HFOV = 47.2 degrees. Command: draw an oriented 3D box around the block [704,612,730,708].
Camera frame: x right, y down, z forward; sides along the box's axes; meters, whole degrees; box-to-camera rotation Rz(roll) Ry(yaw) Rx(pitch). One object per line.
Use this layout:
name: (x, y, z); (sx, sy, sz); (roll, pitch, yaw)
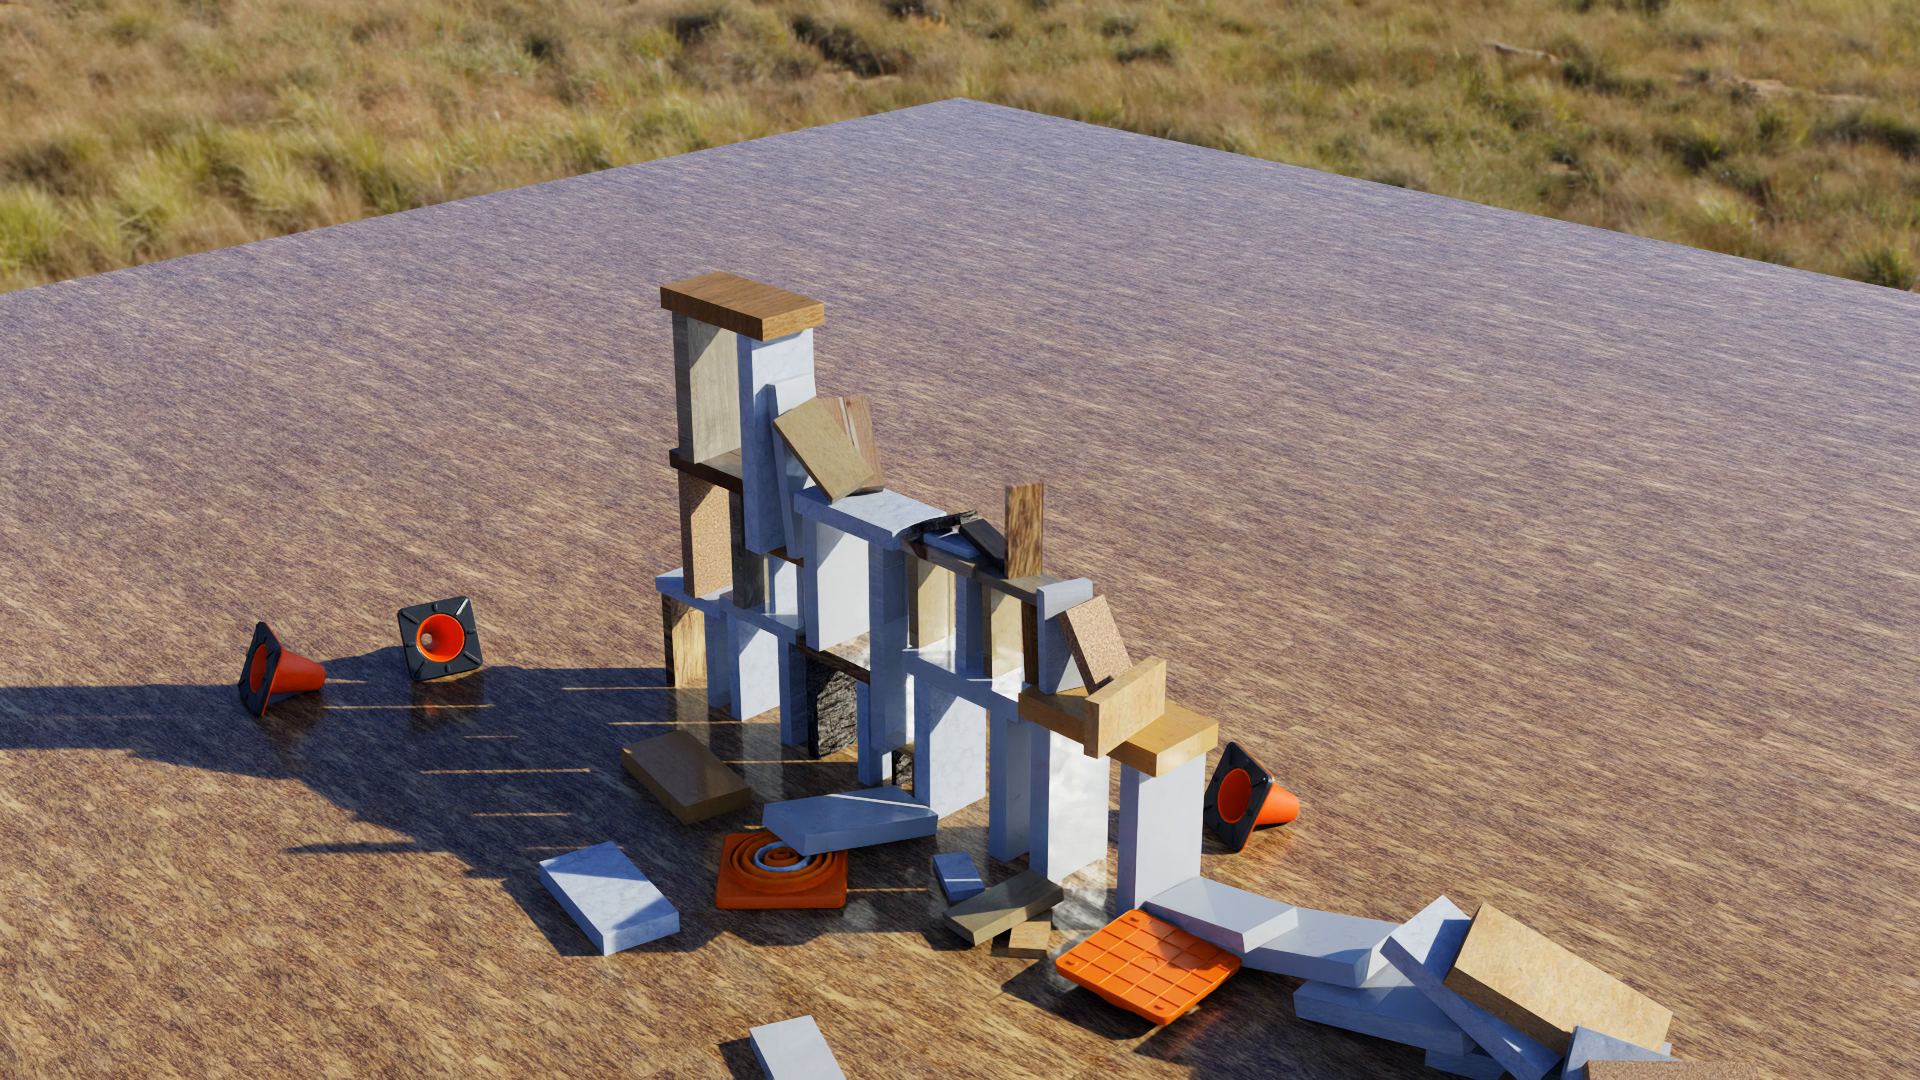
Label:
block: (-0.510, 0.251, 4.883); (0.032, 0.224, 0.112); (21, 31, 41)

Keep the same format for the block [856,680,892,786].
block: (-0.158, 0.381, 4.561); (0.033, 0.236, 0.118); (21, 31, 40)

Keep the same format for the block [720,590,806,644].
block: (-0.388, 0.152, 4.717); (0.250, 0.035, 0.125); (21, 31, 41)

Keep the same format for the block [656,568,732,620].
block: (-0.562, 0.112, 4.882); (0.224, 0.032, 0.112); (21, 31, 40)

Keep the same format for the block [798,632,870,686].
block: (-0.214, 0.235, 4.560); (0.236, 0.033, 0.118); (21, 31, 41)

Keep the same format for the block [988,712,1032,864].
block: (0.128, 0.455, 4.282); (0.045, 0.317, 0.158); (21, 31, 41)

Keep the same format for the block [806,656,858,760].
block: (-0.269, 0.337, 4.664); (0.033, 0.236, 0.118); (21, 31, 40)

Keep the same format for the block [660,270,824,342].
block: (-0.448, -0.481, 4.505); (0.326, 0.046, 0.163); (21, 31, 41)

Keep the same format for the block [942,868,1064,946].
block: (0.080, 0.680, 4.080); (0.203, 0.029, 0.102); (-22, 25, -29)

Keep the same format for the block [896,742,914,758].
block: (-0.099, 0.425, 4.506); (0.092, 0.013, 0.046); (21, 31, 40)

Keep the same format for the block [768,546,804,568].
block: (-0.342, 0.024, 4.604); (0.135, 0.019, 0.068); (21, 31, 41)

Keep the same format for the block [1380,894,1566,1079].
block: (0.870, 0.745, 3.639); (0.162, 0.046, 0.325); (-24, 57, -41)

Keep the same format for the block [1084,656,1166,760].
block: (0.295, 0.297, 3.926); (0.031, 0.109, 0.219); (16, 28, 33)

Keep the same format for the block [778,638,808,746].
block: (-0.329, 0.306, 4.718); (0.035, 0.250, 0.125); (21, 31, 41)

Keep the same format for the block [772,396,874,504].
block: (-0.274, -0.181, 4.416); (0.103, 0.029, 0.207); (-32, 74, -21)

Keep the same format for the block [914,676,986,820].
block: (-0.020, 0.396, 4.421); (0.045, 0.317, 0.158); (21, 31, 41)

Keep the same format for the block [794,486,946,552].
block: (-0.182, -0.057, 4.406); (0.146, 0.041, 0.292); (-21, 31, -41)

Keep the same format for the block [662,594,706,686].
block: (-0.616, 0.209, 4.980); (0.032, 0.224, 0.112); (21, 31, 41)

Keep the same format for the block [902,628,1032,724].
block: (0.054, 0.259, 4.281); (0.158, 0.045, 0.317); (-21, 31, -40)

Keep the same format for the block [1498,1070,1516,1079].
block: (0.978, 0.956, 3.445); (0.349, 0.049, 0.175); (18, 29, 36)

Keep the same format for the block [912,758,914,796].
block: (-0.077, 0.482, 4.507); (0.013, 0.092, 0.046); (21, 31, 41)

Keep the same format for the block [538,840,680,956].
block: (-0.661, 0.669, 4.130); (0.150, 0.043, 0.301); (-14, 27, -30)

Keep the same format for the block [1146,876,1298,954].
block: (0.474, 0.678, 3.994); (0.131, 0.037, 0.262); (-19, 16, -33)

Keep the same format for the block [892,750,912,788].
block: (-0.121, 0.465, 4.547); (0.013, 0.092, 0.046); (21, 31, 40)

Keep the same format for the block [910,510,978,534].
block: (-0.030, -0.035, 4.255); (0.120, 0.017, 0.060); (-11, 6, 36)

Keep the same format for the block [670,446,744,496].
block: (-0.485, -0.158, 4.683); (0.262, 0.037, 0.131); (21, 31, 41)

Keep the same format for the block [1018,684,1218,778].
block: (0.288, 0.329, 4.052); (0.170, 0.048, 0.340); (-21, 31, -40)

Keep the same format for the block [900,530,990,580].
block: (-0.012, 0.020, 4.246); (0.099, 0.028, 0.197); (-21, 31, -40)

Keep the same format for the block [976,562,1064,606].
block: (0.115, 0.078, 4.132); (0.082, 0.023, 0.164); (-21, 31, -40)

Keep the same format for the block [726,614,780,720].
block: (-0.447, 0.260, 4.827); (0.035, 0.250, 0.125); (21, 31, 41)

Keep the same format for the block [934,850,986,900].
block: (-0.002, 0.644, 4.219); (0.069, 0.020, 0.138); (-5, 24, -13)
